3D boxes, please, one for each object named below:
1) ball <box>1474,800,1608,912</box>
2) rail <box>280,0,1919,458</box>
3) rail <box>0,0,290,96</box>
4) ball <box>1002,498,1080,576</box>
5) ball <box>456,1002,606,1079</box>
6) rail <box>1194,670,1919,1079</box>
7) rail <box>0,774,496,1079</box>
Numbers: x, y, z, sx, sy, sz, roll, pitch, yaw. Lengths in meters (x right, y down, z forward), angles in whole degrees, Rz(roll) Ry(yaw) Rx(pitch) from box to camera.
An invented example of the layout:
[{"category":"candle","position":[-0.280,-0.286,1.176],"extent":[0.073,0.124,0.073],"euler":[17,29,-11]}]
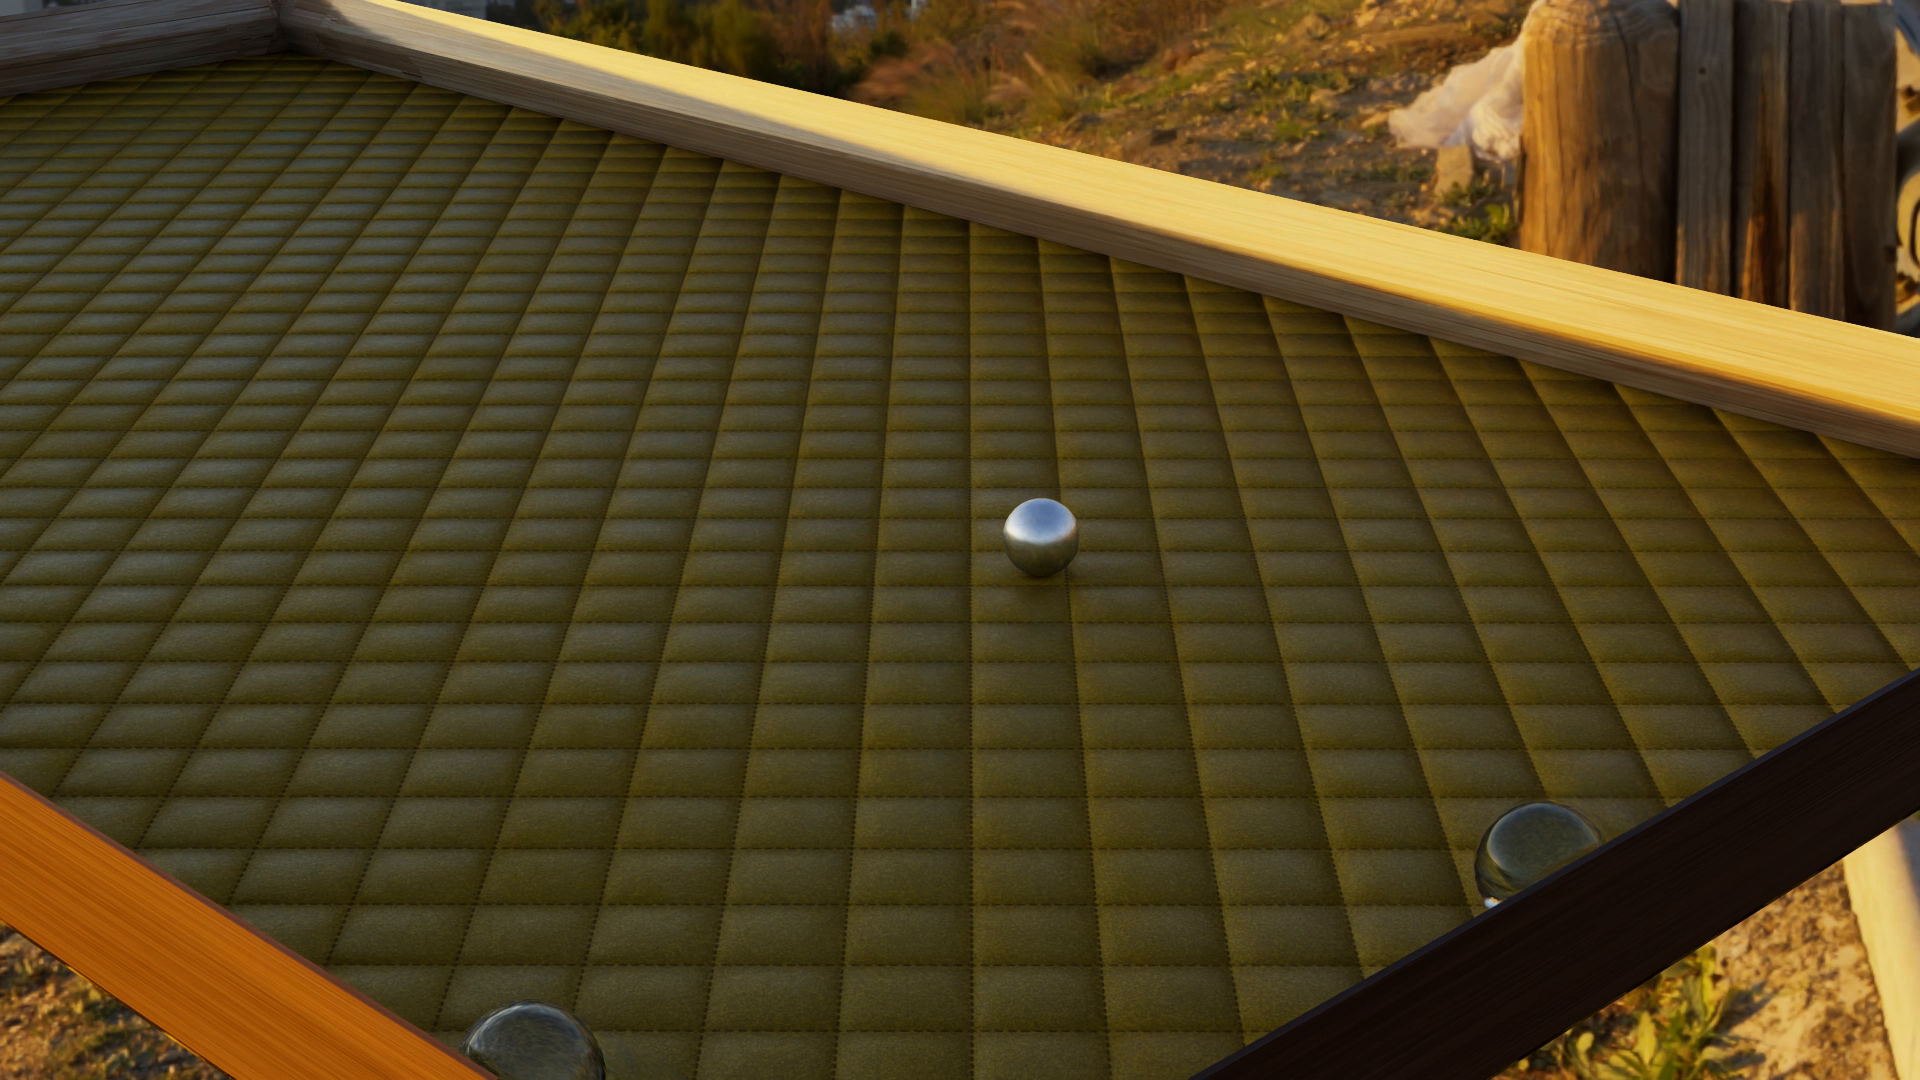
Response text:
[{"category":"ball","position":[0.405,0.229,2.043],"extent":[0.095,0.095,0.095],"euler":[0,21,0]},{"category":"rail","position":[0.048,-0.460,3.827],"extent":[0.045,0.123,3.401],"euler":[-19,28,-41]},{"category":"rail","position":[-1.783,-0.651,4.334],"extent":[1.877,0.123,0.045],"euler":[-19,28,-41]},{"category":"ball","position":[0.074,-0.003,2.690],"extent":[0.071,0.071,0.071],"euler":[0,21,0]},{"category":"ball","position":[-0.261,0.327,1.786],"extent":[0.093,0.093,0.093],"euler":[0,21,0]},{"category":"rail","position":[0.583,0.187,2.111],"extent":[1.877,0.123,0.045],"euler":[-19,28,-41]},{"category":"rail","position":[-1.248,-0.004,2.618],"extent":[0.045,0.123,3.401],"euler":[-19,28,-41]}]
